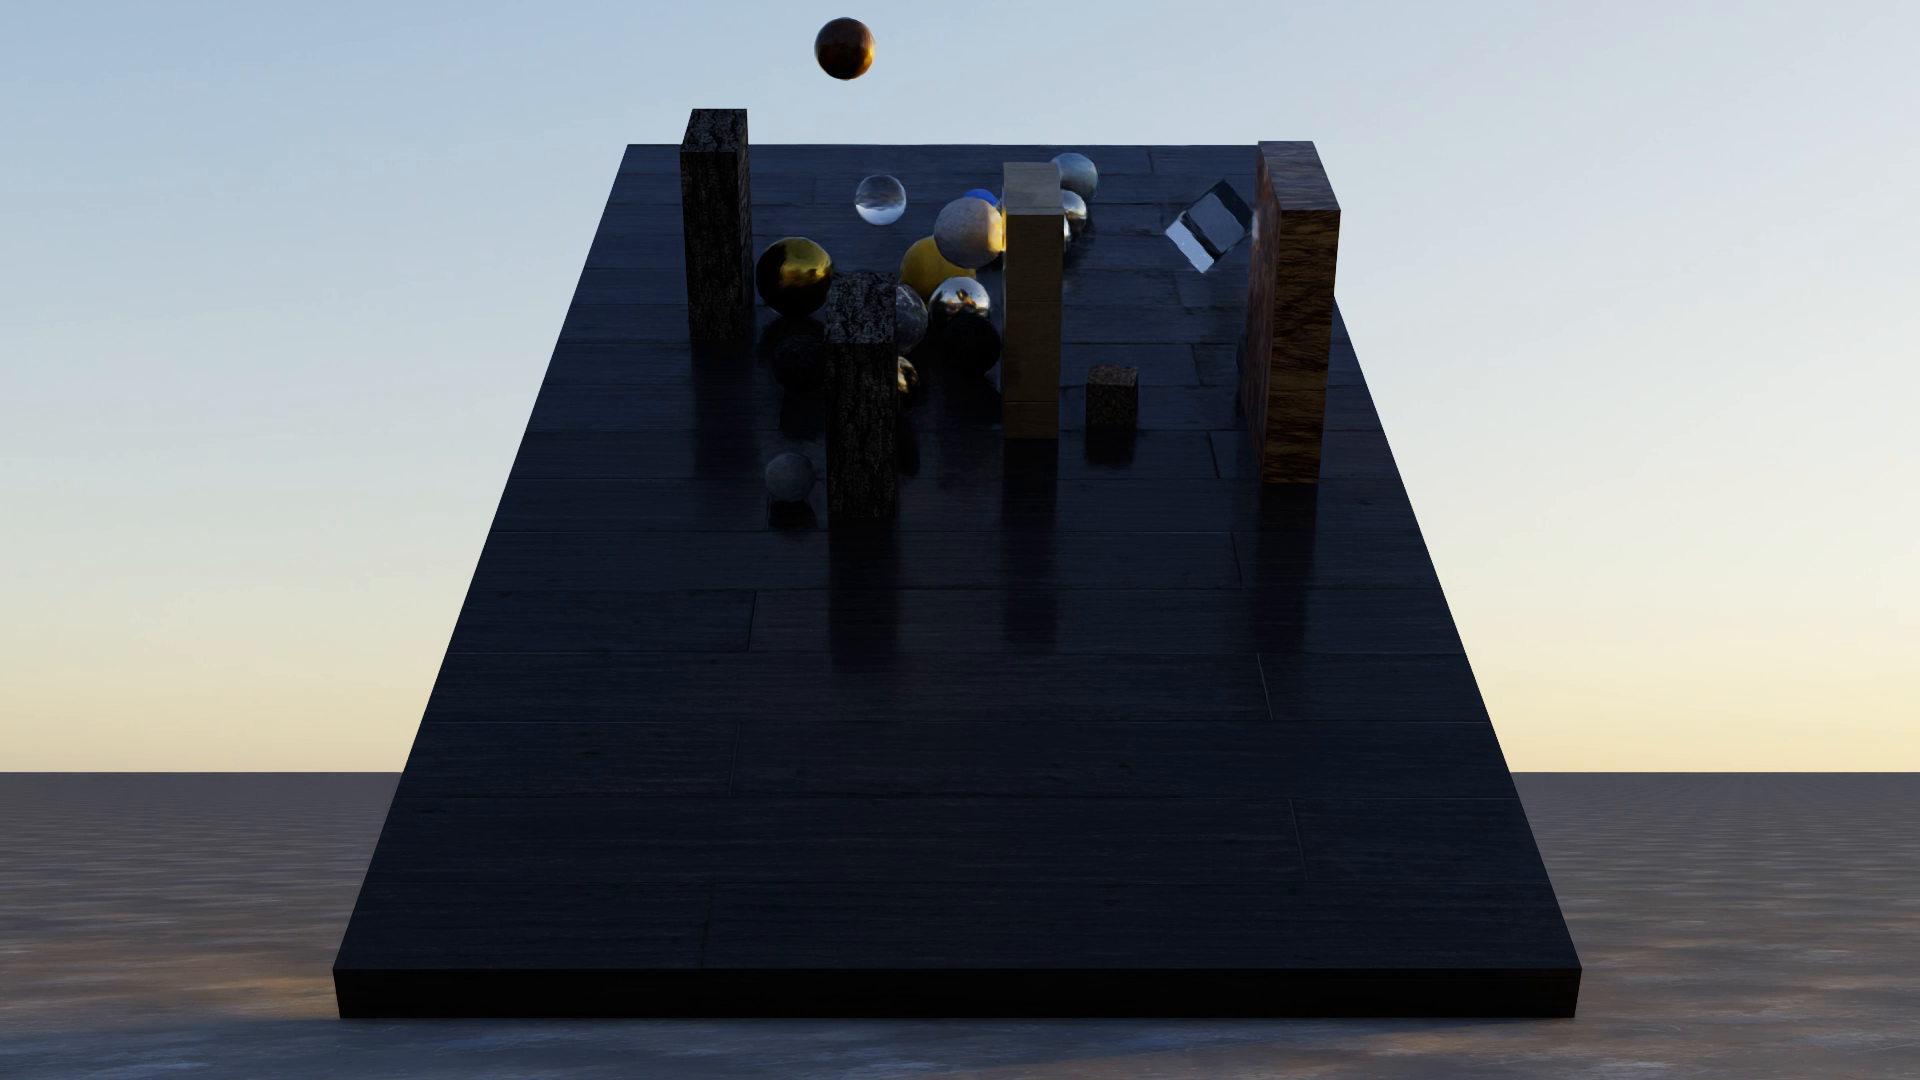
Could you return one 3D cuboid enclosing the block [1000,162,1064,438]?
[{"bbox_3d":[0.164,-0.558,5.554,0.127,0.548,0.344,0,28,0],"label":"block"}]

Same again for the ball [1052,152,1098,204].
[{"bbox_3d":[0.318,-1.032,6.846,0.155,0.155,0.155,0,-5,0],"label":"ball"}]

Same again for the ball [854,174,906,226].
[{"bbox_3d":[-0.222,-0.953,6.706,0.147,0.147,0.147,0,-5,0],"label":"ball"}]

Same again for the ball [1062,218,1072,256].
[{"bbox_3d":[0.227,-0.824,6.466,0.149,0.149,0.149,0,-5,0],"label":"ball"}]

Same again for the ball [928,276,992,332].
[{"bbox_3d":[0.000,-0.584,6.011,0.159,0.159,0.159,0,-5,0],"label":"ball"}]

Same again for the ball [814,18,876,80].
[{"bbox_3d":[-0.322,-1.375,6.695,0.173,0.173,0.173,0,-5,0],"label":"ball"}]

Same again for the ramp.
[{"bbox_3d":[-0.012,-0.221,5.611,2.000,0.100,4.000,0,28,0],"label":"ramp"}]

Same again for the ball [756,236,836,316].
[{"bbox_3d":[-0.422,-0.675,6.128,0.205,0.205,0.205,0,-5,0],"label":"ball"}]

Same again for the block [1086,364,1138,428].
[{"bbox_3d":[0.357,-0.337,5.608,0.109,0.109,0.109,5,29,9],"label":"block"}]

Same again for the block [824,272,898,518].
[{"bbox_3d":[-0.214,-0.324,5.263,0.145,0.411,0.393,0,28,0],"label":"block"}]

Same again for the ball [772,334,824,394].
[{"bbox_3d":[-0.379,-0.422,5.725,0.143,0.143,0.143,0,-5,0],"label":"ball"}]

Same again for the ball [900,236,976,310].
[{"bbox_3d":[-0.056,-0.685,6.156,0.199,0.199,0.199,0,-5,0],"label":"ball"}]

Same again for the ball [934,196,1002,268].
[{"bbox_3d":[0.023,-0.742,5.784,0.173,0.173,0.173,0,-5,0],"label":"ball"}]

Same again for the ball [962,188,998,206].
[{"bbox_3d":[0.053,-0.921,6.670,0.117,0.117,0.117,0,-5,0],"label":"ball"}]

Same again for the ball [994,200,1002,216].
[{"bbox_3d":[0.150,-0.886,6.602,0.129,0.129,0.129,0,-5,0],"label":"ball"}]

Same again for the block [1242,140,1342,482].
[{"bbox_3d":[0.738,-0.516,5.380,0.125,0.644,0.443,0,28,0],"label":"block"}]

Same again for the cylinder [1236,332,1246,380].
[{"bbox_3d":[0.753,-0.439,5.767,0.130,0.130,0.130,-5,-4,-18],"label":"cylinder"}]

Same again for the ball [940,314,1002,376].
[{"bbox_3d":[0.026,-0.472,5.813,0.150,0.150,0.150,0,-5,0],"label":"ball"}]

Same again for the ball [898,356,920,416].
[{"bbox_3d":[-0.166,-0.359,5.552,0.148,0.148,0.148,0,-5,0],"label":"ball"}]

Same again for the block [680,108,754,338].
[{"bbox_3d":[-0.612,-0.803,6.062,0.139,0.493,0.332,0,28,0],"label":"block"}]

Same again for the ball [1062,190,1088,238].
[{"bbox_3d":[0.282,-0.896,6.578,0.137,0.137,0.137,0,-5,0],"label":"ball"}]

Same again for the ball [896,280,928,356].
[{"bbox_3d":[-0.175,-0.546,5.905,0.191,0.191,0.191,0,-5,0],"label":"ball"}]

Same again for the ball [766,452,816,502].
[{"bbox_3d":[-0.371,-0.138,5.234,0.111,0.111,0.111,0,-5,0],"label":"ball"}]

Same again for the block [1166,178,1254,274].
[{"bbox_3d":[0.673,-0.835,6.372,0.152,0.152,0.152,-40,-2,-21],"label":"block"}]
